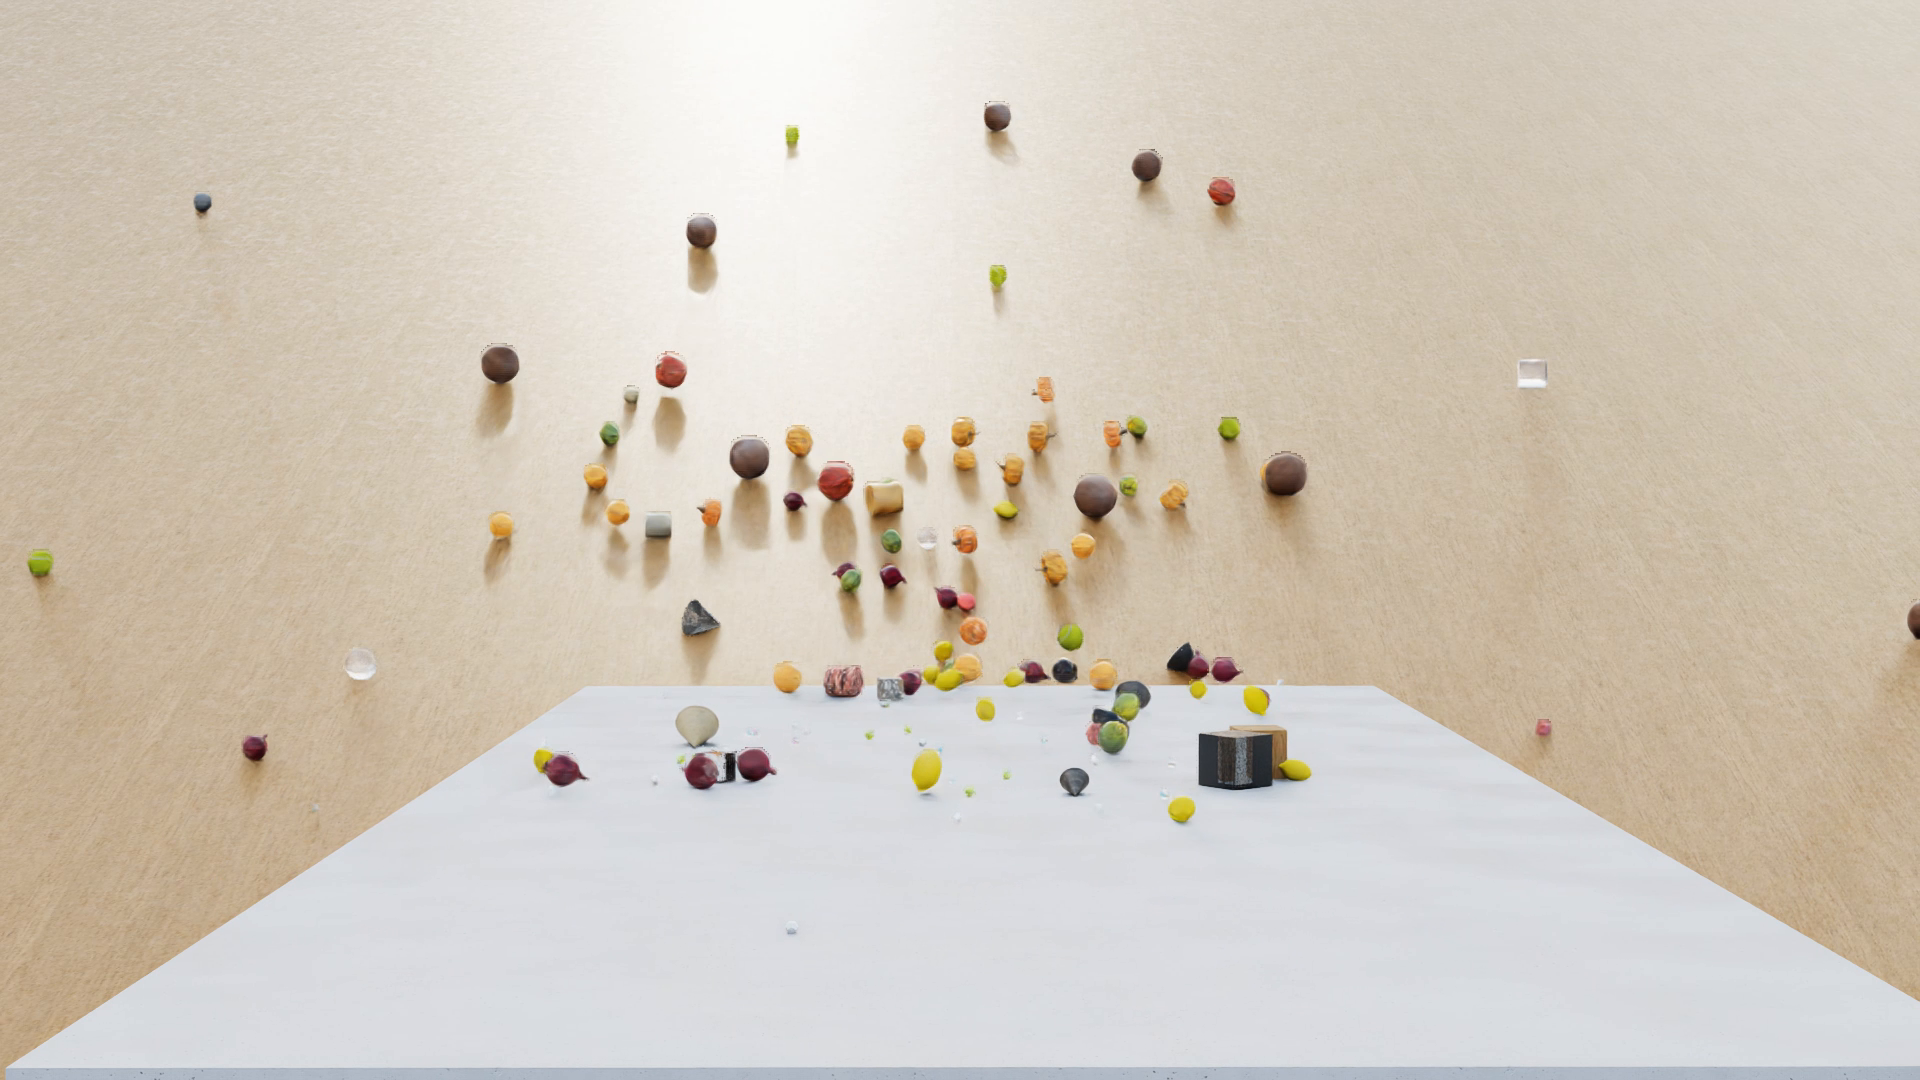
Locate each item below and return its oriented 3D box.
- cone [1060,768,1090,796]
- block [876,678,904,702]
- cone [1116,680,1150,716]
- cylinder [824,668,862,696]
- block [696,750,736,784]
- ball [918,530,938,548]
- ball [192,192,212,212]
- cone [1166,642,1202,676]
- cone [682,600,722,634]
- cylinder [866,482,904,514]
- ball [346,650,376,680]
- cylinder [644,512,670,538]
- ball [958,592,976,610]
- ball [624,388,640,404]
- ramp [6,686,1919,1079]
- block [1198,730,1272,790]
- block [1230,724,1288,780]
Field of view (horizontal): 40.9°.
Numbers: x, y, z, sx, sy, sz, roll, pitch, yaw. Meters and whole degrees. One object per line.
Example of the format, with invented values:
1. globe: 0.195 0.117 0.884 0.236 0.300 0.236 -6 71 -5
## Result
1. cone: 0.201 0.435 4.508 0.053 0.053 0.053 0 29 0
2. block: -0.167 0.358 6.177 0.053 0.053 0.053 -1 2 -16
3. cone: 0.390 0.377 5.872 0.082 0.082 0.082 4 30 9
4. cylinder: -0.283 0.345 6.264 0.071 0.071 0.071 1 22 23
5. block: -0.445 0.414 4.703 0.052 0.052 0.052 1 2 28
6. ball: -0.095 -0.002 7.544 0.056 0.056 0.056 0 24 0
7. ball: -3.144 -1.402 10.688 0.076 0.076 0.076 0 24 0
8. cone: 0.610 0.333 6.806 0.091 0.091 0.091 41 39 18
9. cone: -0.694 0.223 7.050 0.098 0.098 0.098 17 12 -34
10. cylinder: -0.227 -0.126 7.773 0.092 0.092 0.092 -6 24 -18
11. ball: -1.574 0.328 6.767 0.081 0.081 0.081 0 24 0
12. cylinder: -0.894 -0.043 7.611 0.074 0.074 0.074 -1 24 -8
13. ball: 0.018 0.171 7.158 0.051 0.051 0.051 0 24 0
14. ball: -1.101 -0.483 8.637 0.054 0.054 0.054 0 24 0
15. ramp: 0.055 0.496 4.544 2.000 0.100 4.000 0 2 0
16. block: 0.495 0.395 4.631 0.094 0.094 0.094 -2 3 -39
17. block: 0.551 0.392 4.762 0.090 0.090 0.090 0 2 -5
